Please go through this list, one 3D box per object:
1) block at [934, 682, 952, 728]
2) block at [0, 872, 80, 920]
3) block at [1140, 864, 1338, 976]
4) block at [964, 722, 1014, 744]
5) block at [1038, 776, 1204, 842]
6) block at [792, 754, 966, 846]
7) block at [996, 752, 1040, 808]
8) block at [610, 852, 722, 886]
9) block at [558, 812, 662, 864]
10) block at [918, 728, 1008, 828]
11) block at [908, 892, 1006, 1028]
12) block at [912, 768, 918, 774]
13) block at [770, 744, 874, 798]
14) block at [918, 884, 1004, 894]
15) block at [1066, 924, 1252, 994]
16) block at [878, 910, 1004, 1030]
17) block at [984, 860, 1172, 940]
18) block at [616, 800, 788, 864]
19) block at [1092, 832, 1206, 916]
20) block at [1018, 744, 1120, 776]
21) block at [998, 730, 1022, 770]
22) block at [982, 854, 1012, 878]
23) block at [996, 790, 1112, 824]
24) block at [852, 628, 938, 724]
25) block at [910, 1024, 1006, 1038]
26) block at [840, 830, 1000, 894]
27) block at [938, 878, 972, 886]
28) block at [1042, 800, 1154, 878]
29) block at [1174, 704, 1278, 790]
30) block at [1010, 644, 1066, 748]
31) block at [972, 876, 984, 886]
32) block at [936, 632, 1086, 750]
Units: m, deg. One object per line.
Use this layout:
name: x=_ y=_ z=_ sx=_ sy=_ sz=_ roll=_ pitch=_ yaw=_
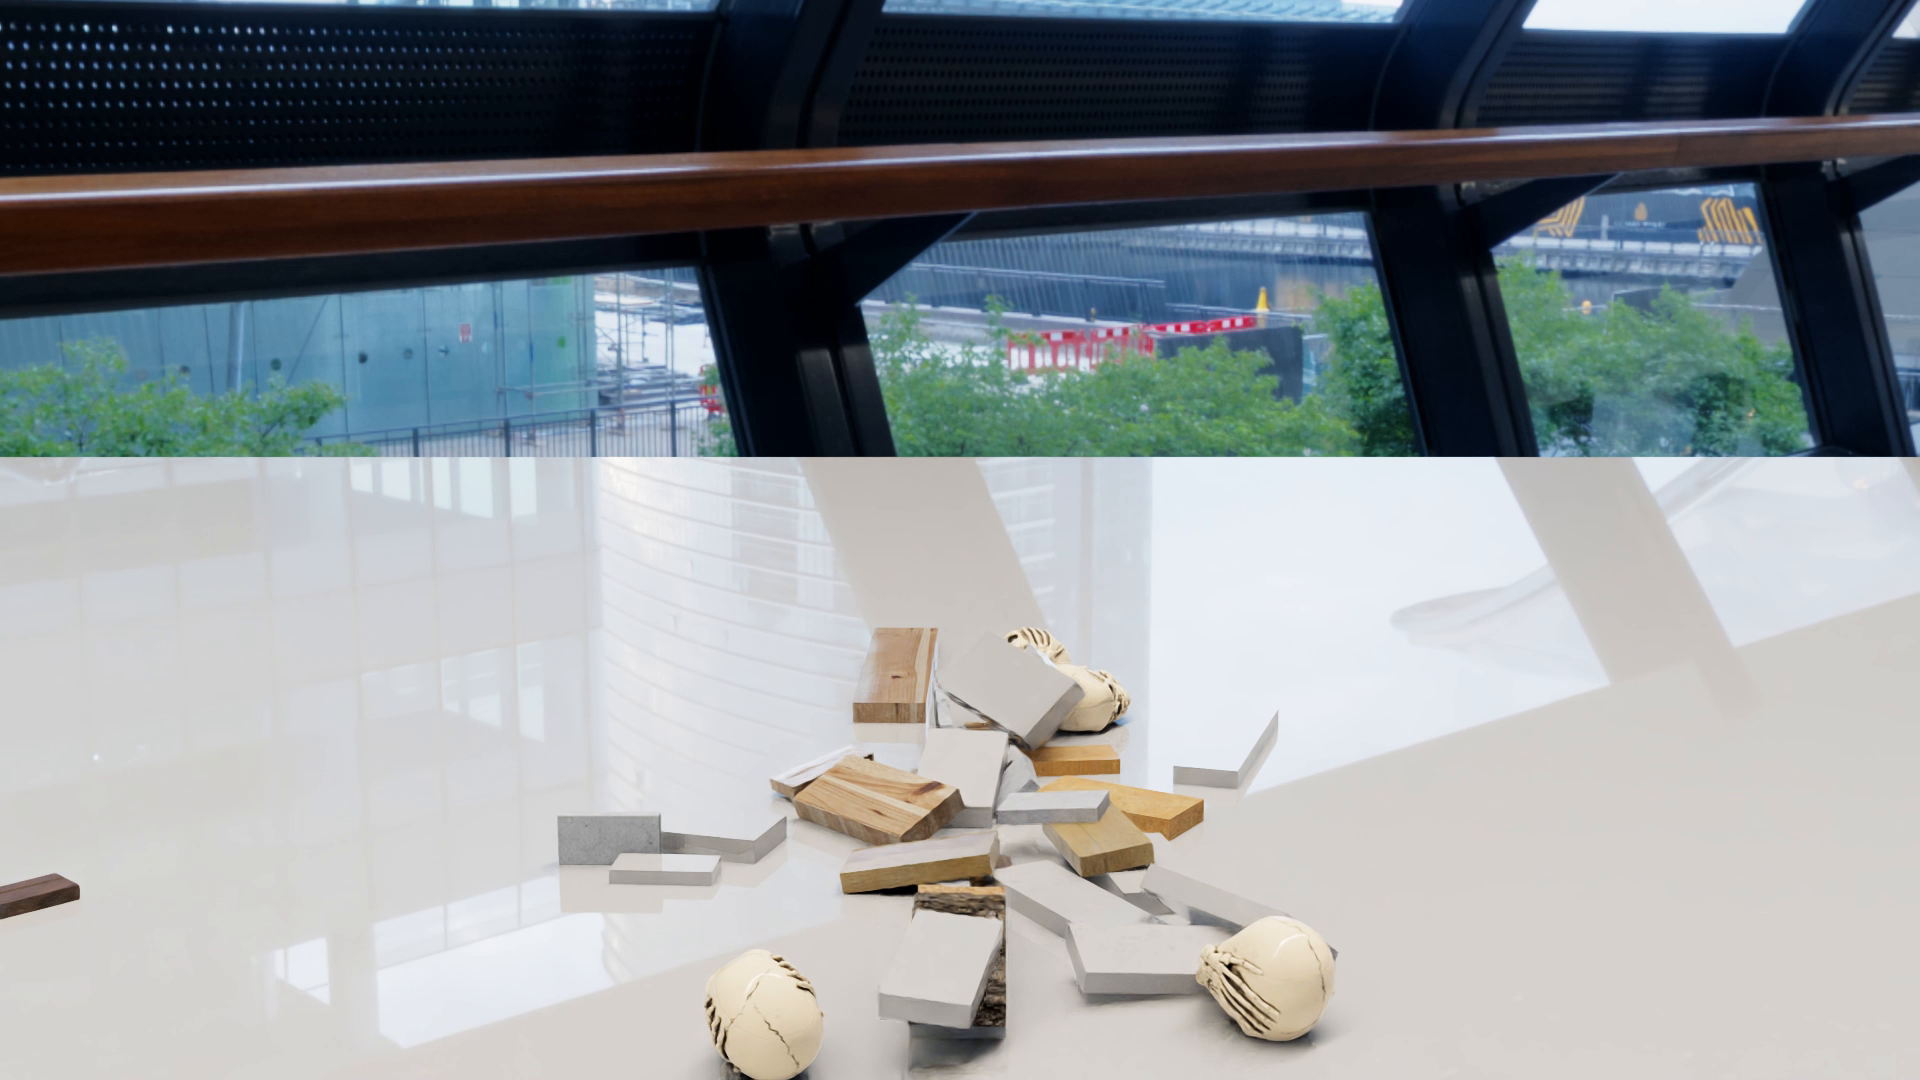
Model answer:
block: x=-0.034 y=0.379 z=4.561 sx=0.025 sy=0.088 sz=0.351 roll=-4 pitch=11 yaw=-2
block: x=-1.549 y=0.589 z=3.607 sx=0.088 sy=0.025 sz=0.176 roll=10 pitch=14 yaw=42
block: x=0.426 y=0.582 z=3.380 sx=0.291 sy=0.041 sz=0.145 roll=13 pitch=-21 yaw=50
block: x=0.058 y=0.412 z=4.559 sx=0.088 sy=0.025 sz=0.175 roll=-1 pitch=11 yaw=-5
block: x=0.288 y=0.495 z=4.068 sx=0.291 sy=0.041 sz=0.145 roll=6 pitch=12 yaw=31
block: x=-0.151 y=0.478 z=3.997 sx=0.152 sy=0.043 sz=0.304 roll=-37 pitch=31 yaw=-32
block: x=0.103 y=0.462 z=4.135 sx=0.025 sy=0.088 sz=0.176 roll=43 pitch=5 yaw=-10
block: x=-0.502 y=0.562 z=3.752 sx=0.175 sy=0.025 sz=0.088 roll=1 pitch=11 yaw=4
block: x=-0.608 y=0.518 z=3.817 sx=0.175 sy=0.088 sz=0.025 roll=0 pitch=9 yaw=0
block: x=0.000 y=0.446 z=4.150 sx=0.152 sy=0.043 sz=0.304 roll=3 pitch=22 yaw=6
block: x=-0.003 y=0.598 z=3.154 sx=0.136 sy=0.039 sz=0.273 roll=1 pitch=24 yaw=0
block: x=-0.046 y=0.476 z=4.213 sx=0.091 sy=0.026 sz=0.182 roll=0 pitch=11 yaw=-2
block: x=-0.264 y=0.446 z=4.228 sx=0.182 sy=0.026 sz=0.091 roll=-21 pitch=17 yaw=-30
block: x=-0.001 y=0.586 z=3.383 sx=0.136 sy=0.039 sz=0.273 roll=2 pitch=6 yaw=1
block: x=0.294 y=0.622 z=3.264 sx=0.252 sy=0.036 sz=0.126 roll=3 pitch=24 yaw=-11
block: x=-0.024 y=0.591 z=3.042 sx=0.126 sy=0.036 sz=0.252 roll=6 pitch=18 yaw=10
block: x=0.203 y=0.600 z=3.516 sx=0.126 sy=0.036 sz=0.439 roll=-6 pitch=12 yaw=-29
block: x=-0.479 y=0.520 z=3.927 sx=0.304 sy=0.043 sz=0.152 roll=3 pitch=11 yaw=17
block: x=0.308 y=0.562 z=3.707 sx=0.145 sy=0.041 sz=0.291 roll=-2 pitch=11 yaw=-11
block: x=0.207 y=0.441 z=4.390 sx=0.209 sy=0.030 sz=0.104 roll=-1 pitch=11 yaw=-7
block: x=0.059 y=0.432 z=4.351 sx=0.104 sy=0.030 sz=0.209 roll=-19 pitch=12 yaw=-7
block: x=0.061 y=0.558 z=3.755 sx=0.054 sy=0.015 sz=0.109 roll=13 pitch=7 yaw=-5
block: x=0.165 y=0.468 z=3.856 sx=0.182 sy=0.026 sz=0.091 roll=-4 pitch=13 yaw=19
block: x=-0.142 y=0.305 z=5.082 sx=0.157 sy=0.044 sz=0.728 roll=0 pitch=11 yaw=1
block: x=0.000 y=0.655 z=3.213 sx=0.136 sy=0.039 sz=0.273 roll=0 pitch=11 yaw=1
block: x=-0.066 y=0.542 z=3.705 sx=0.254 sy=0.036 sz=0.127 roll=-9 pitch=9 yaw=9
block: x=-0.008 y=0.569 z=3.658 sx=0.054 sy=0.015 sz=0.109 roll=-10 pitch=13 yaw=5
block: x=0.233 y=0.509 z=3.770 sx=0.127 sy=0.036 sz=0.254 roll=-10 pitch=12 yaw=-11
block: x=0.549 y=0.418 z=4.498 sx=0.127 sy=0.036 sz=0.492 roll=3 pitch=11 yaw=17
block: x=0.150 y=0.333 z=4.584 sx=0.044 sy=0.157 sz=0.314 roll=36 pitch=5 yaw=-17
block: x=0.007 y=0.569 z=3.741 sx=0.054 sy=0.015 sz=0.109 roll=-2 pitch=11 yaw=-12
block: x=0.101 y=0.303 z=4.465 sx=0.157 sy=0.044 sz=0.314 roll=-46 pitch=36 yaw=-13
